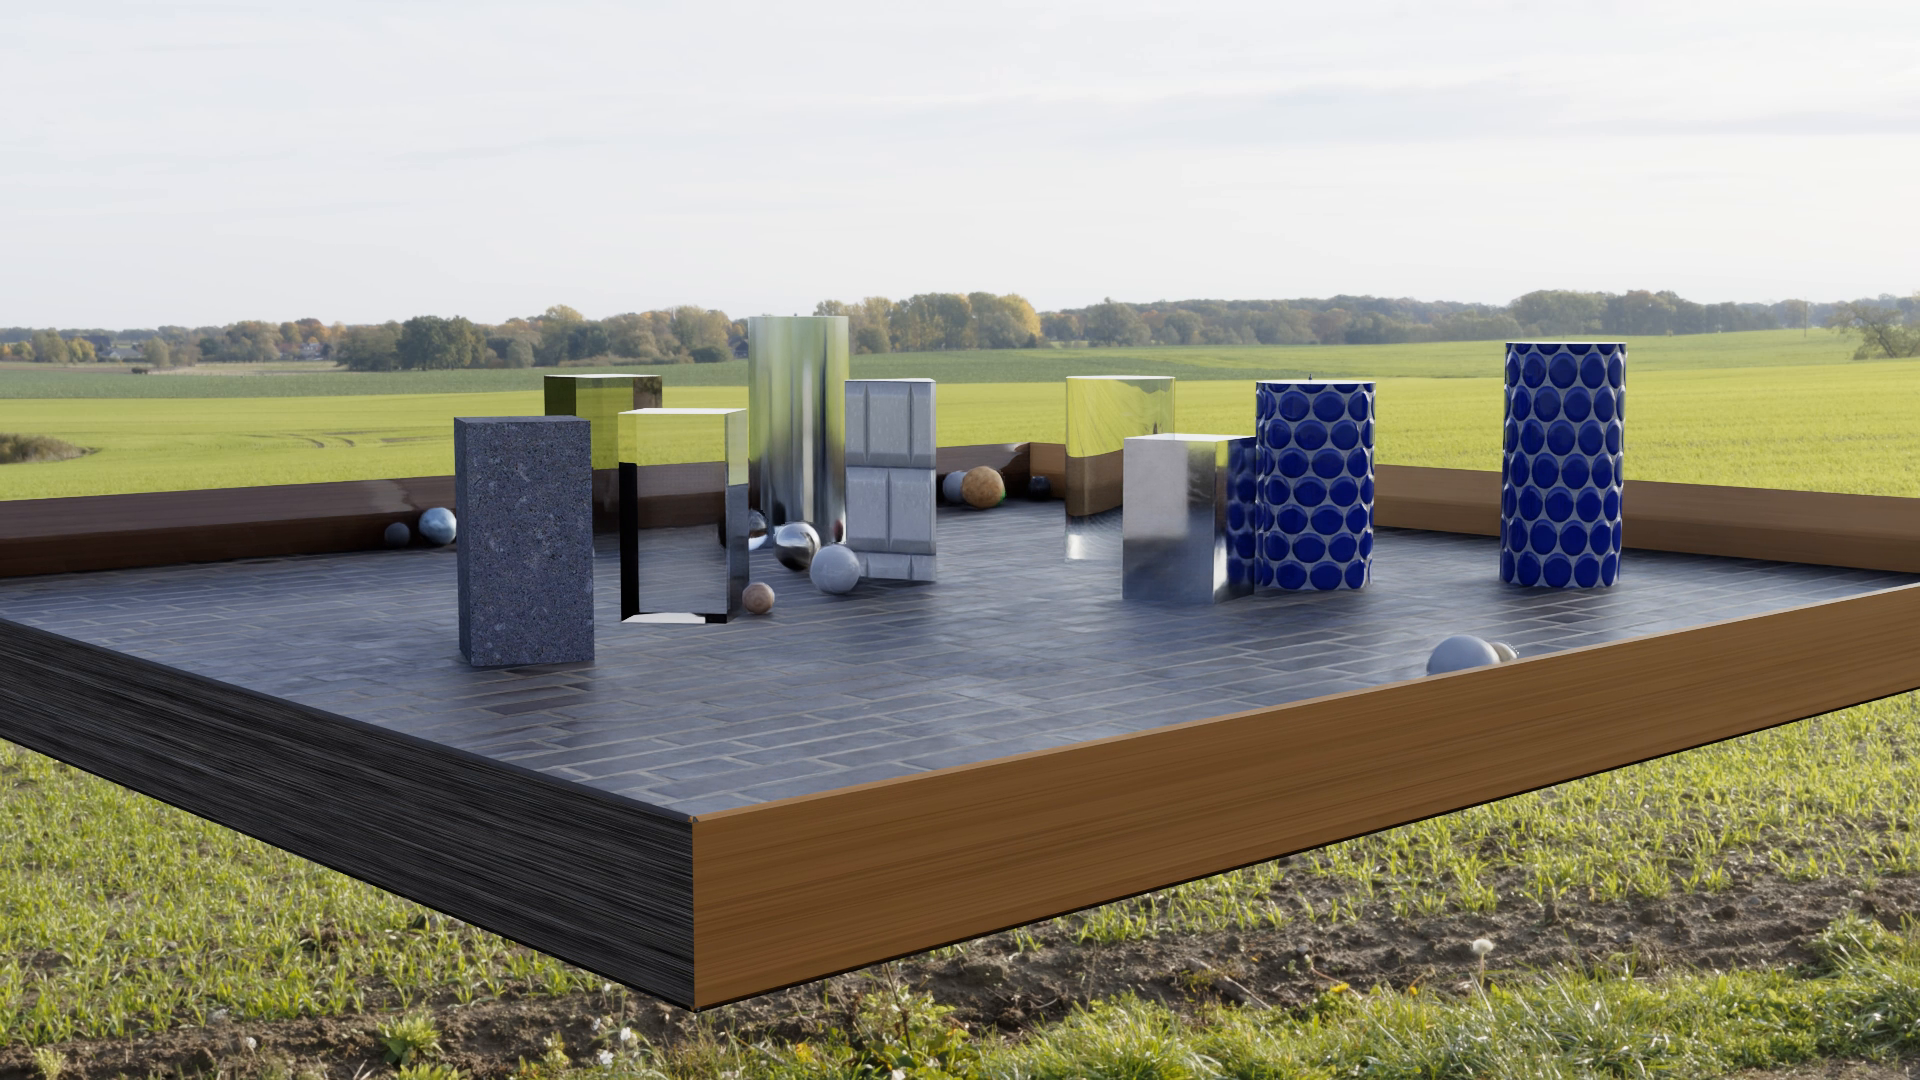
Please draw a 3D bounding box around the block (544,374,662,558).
[{"bbox_3d":[-0.653,-0.141,4.041,0.153,0.322,0.153,-6,8,-44],"label":"block"}]

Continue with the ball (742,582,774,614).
[{"bbox_3d":[-0.295,0.085,3.216,0.047,0.047,0.047,0,6,0],"label":"ball"}]

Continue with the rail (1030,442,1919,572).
[{"bbox_3d":[1.048,-0.069,4.294,0.045,0.125,2.647,-6,8,-42],"label":"rail"}]

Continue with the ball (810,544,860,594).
[{"bbox_3d":[-0.195,0.046,3.434,0.079,0.079,0.079,0,6,0],"label":"ball"}]

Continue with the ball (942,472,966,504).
[{"bbox_3d":[-0.003,-0.119,5.017,0.076,0.076,0.076,0,6,0],"label":"ball"}]

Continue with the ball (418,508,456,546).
[{"bbox_3d":[-0.980,-0.024,4.125,0.073,0.073,0.073,0,6,0],"label":"ball"}]

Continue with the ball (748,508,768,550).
[{"bbox_3d":[-0.393,-0.019,4.049,0.078,0.078,0.078,0,6,0],"label":"ball"}]

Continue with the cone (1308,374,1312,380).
[{"bbox_3d":[0.603,-0.121,3.799,0.192,0.335,0.192,0,6,0],"label":"cone"}]

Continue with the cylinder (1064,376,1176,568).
[{"bbox_3d":[0.281,-0.123,3.862,0.192,0.325,0.192,0,6,0],"label":"cylinder"}]

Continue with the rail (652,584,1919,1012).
[{"bbox_3d":[0.881,0.132,2.382,2.900,0.125,0.045,-6,8,-42],"label":"rail"}]

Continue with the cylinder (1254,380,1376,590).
[{"bbox_3d":[0.574,-0.093,3.568,0.192,0.327,0.192,0,6,0],"label":"cylinder"}]

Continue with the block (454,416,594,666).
[{"bbox_3d":[-0.561,-0.004,2.826,0.153,0.304,0.153,-2,6,-18],"label":"block"}]

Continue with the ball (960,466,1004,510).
[{"bbox_3d":[0.050,-0.116,4.890,0.096,0.096,0.096,0,6,0],"label":"ball"}]

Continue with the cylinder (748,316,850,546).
[{"bbox_3d":[-0.306,-0.210,4.186,0.192,0.430,0.192,0,6,0],"label":"cylinder"}]

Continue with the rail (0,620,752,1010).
[{"bbox_3d":[-1.048,0.134,2.370,0.045,0.125,2.647,-6,8,-42],"label":"rail"}]

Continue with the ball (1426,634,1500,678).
[{"bbox_3d":[0.564,0.147,2.459,0.082,0.082,0.082,0,6,0],"label":"ball"}]

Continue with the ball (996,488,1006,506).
[{"bbox_3d":[0.077,-0.105,4.977,0.056,0.056,0.056,0,6,0],"label":"ball"}]

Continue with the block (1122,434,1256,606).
[{"bbox_3d":[0.356,-0.036,3.404,0.153,0.247,0.153,4,7,31],"label":"block"}]

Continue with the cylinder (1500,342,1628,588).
[{"bbox_3d":[0.985,-0.127,3.595,0.192,0.389,0.192,0,6,0],"label":"cylinder"}]

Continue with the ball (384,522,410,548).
[{"bbox_3d":[-1.045,-0.007,4.085,0.048,0.048,0.048,0,6,0],"label":"ball"}]

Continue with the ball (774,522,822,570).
[{"bbox_3d":[-0.278,0.011,3.756,0.081,0.081,0.081,0,6,0],"label":"ball"}]

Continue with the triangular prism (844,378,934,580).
[{"bbox_3d":[-0.086,-0.106,3.692,0.166,0.326,0.144,3,7,25],"label":"triangular prism"}]

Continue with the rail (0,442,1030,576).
[{"bbox_3d":[-0.881,-0.068,4.282,2.900,0.125,0.045,-6,8,-42],"label":"rail"}]

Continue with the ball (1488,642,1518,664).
[{"bbox_3d":[0.630,0.147,2.592,0.054,0.054,0.054,0,6,0],"label":"ball"}]

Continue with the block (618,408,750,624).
[{"bbox_3d":[-0.398,-0.038,3.187,0.153,0.297,0.153,1,6,7],"label":"block"}]

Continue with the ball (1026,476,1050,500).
[{"bbox_3d":[0.183,-0.121,5.129,0.056,0.056,0.056,0,6,0],"label":"ball"}]
